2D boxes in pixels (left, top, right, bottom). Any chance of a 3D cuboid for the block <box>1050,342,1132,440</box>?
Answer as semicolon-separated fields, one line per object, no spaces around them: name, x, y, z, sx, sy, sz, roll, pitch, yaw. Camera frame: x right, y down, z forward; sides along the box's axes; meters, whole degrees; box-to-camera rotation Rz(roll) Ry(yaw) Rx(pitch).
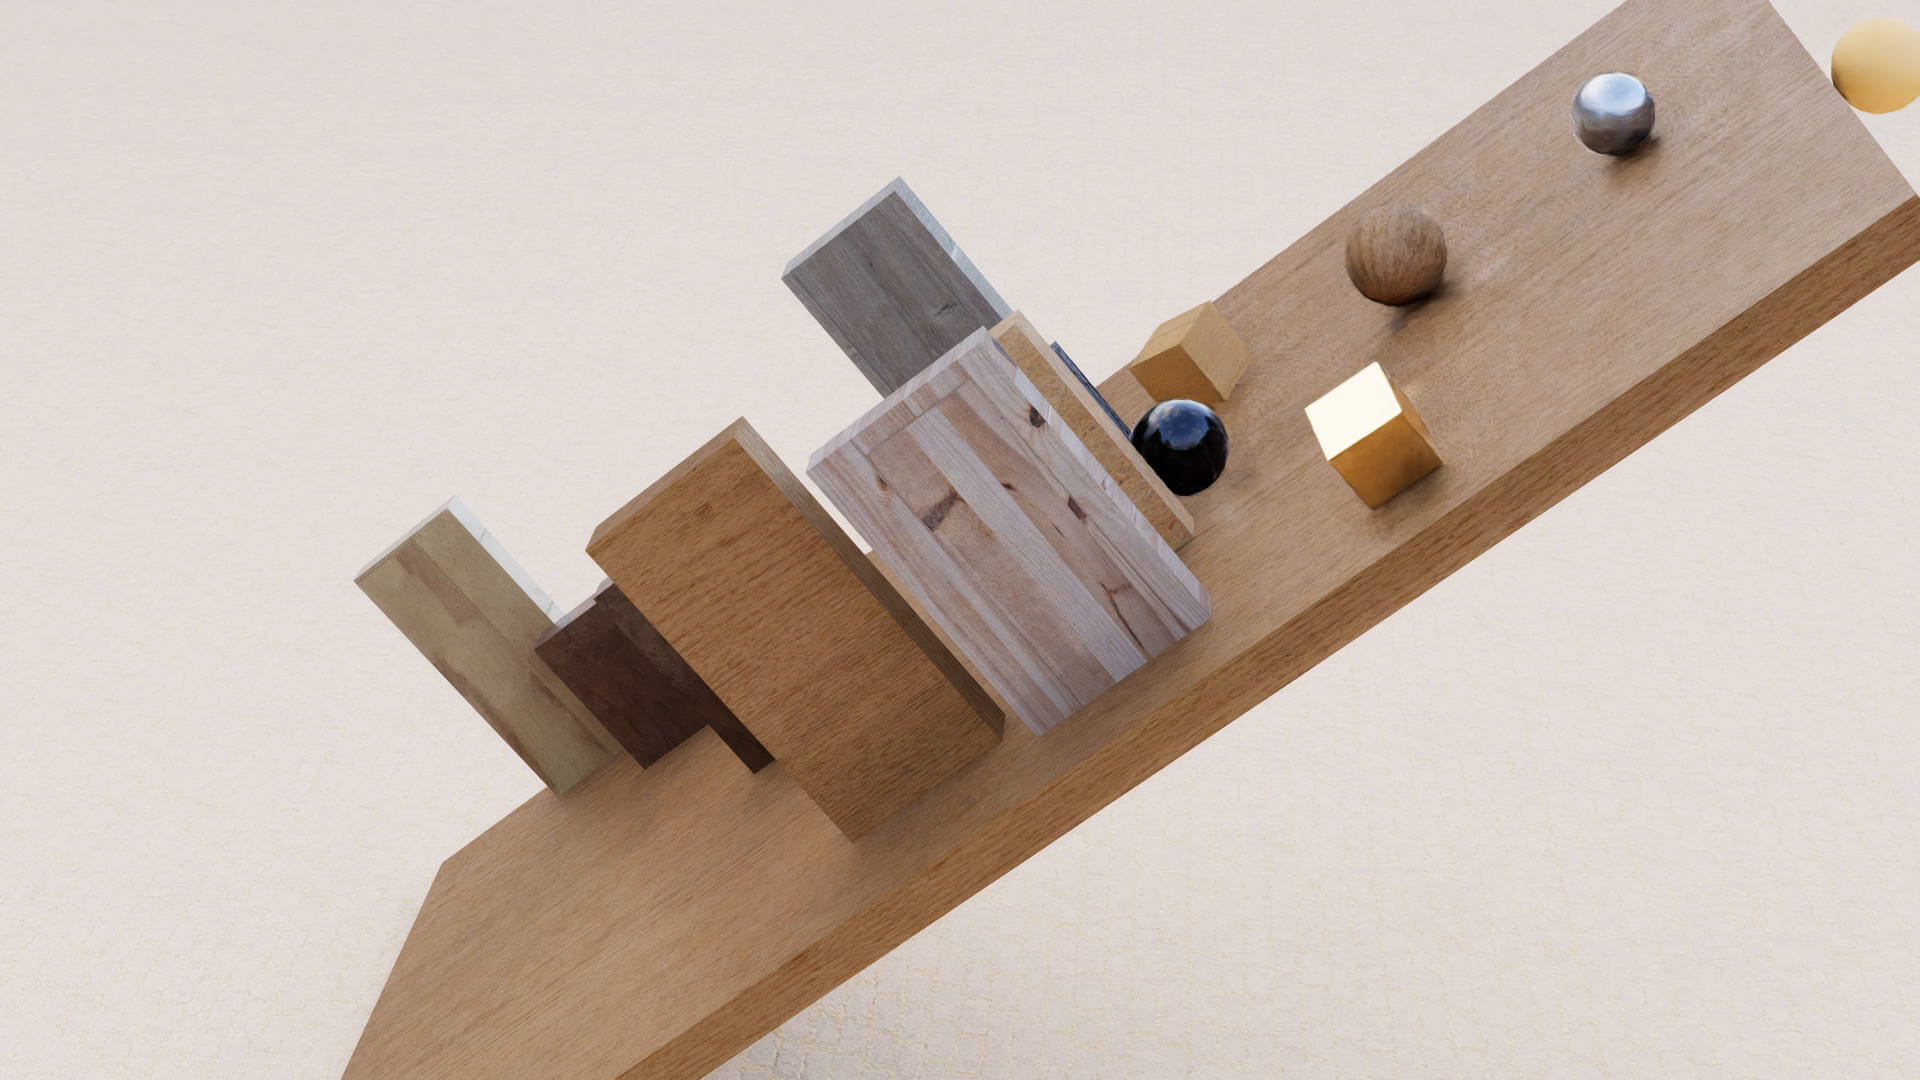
block;0.204;-0.154;6.113;0.306;0.409;0.115;-36;16;18

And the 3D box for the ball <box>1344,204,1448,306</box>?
ball;0.894;-0.584;6.035;0.209;0.209;0.209;0;24;0

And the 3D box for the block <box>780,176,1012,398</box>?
block;-0.012;-0.397;6.560;0.327;0.796;0.114;-36;16;18

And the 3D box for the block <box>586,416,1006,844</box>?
block;-0.312;0.182;5.693;0.378;0.797;0.115;-36;16;18

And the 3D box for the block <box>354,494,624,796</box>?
block;-1.149;0.275;7.463;0.328;0.768;0.084;-36;16;18

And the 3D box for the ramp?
ramp;0.121;0.185;6.339;4.000;0.100;2.000;-36;16;18

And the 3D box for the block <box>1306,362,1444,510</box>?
block;0.746;-0.188;5.302;0.156;0.156;0.156;-34;37;15

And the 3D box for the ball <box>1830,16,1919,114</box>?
ball;1.758;-0.907;5.618;0.185;0.185;0.185;0;24;0

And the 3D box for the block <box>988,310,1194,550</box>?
block;0.156;-0.134;5.878;0.349;0.568;0.093;-36;16;18

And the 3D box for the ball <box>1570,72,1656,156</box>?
ball;1.304;-0.851;5.875;0.164;0.164;0.164;0;24;0

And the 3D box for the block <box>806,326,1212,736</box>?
block;0.095;-0.008;5.466;0.414;0.683;0.094;-36;16;18

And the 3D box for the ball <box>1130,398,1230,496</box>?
ball;0.447;-0.188;5.976;0.200;0.200;0.200;0;24;0

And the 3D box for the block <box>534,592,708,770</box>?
block;-0.767;0.300;7.164;0.344;0.409;0.100;-36;16;18

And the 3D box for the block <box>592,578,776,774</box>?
block;-0.521;0.231;6.522;0.283;0.544;0.086;-36;16;18

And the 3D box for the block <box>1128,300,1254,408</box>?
block;0.511;-0.392;6.492;0.165;0.165;0.165;-24;23;46
